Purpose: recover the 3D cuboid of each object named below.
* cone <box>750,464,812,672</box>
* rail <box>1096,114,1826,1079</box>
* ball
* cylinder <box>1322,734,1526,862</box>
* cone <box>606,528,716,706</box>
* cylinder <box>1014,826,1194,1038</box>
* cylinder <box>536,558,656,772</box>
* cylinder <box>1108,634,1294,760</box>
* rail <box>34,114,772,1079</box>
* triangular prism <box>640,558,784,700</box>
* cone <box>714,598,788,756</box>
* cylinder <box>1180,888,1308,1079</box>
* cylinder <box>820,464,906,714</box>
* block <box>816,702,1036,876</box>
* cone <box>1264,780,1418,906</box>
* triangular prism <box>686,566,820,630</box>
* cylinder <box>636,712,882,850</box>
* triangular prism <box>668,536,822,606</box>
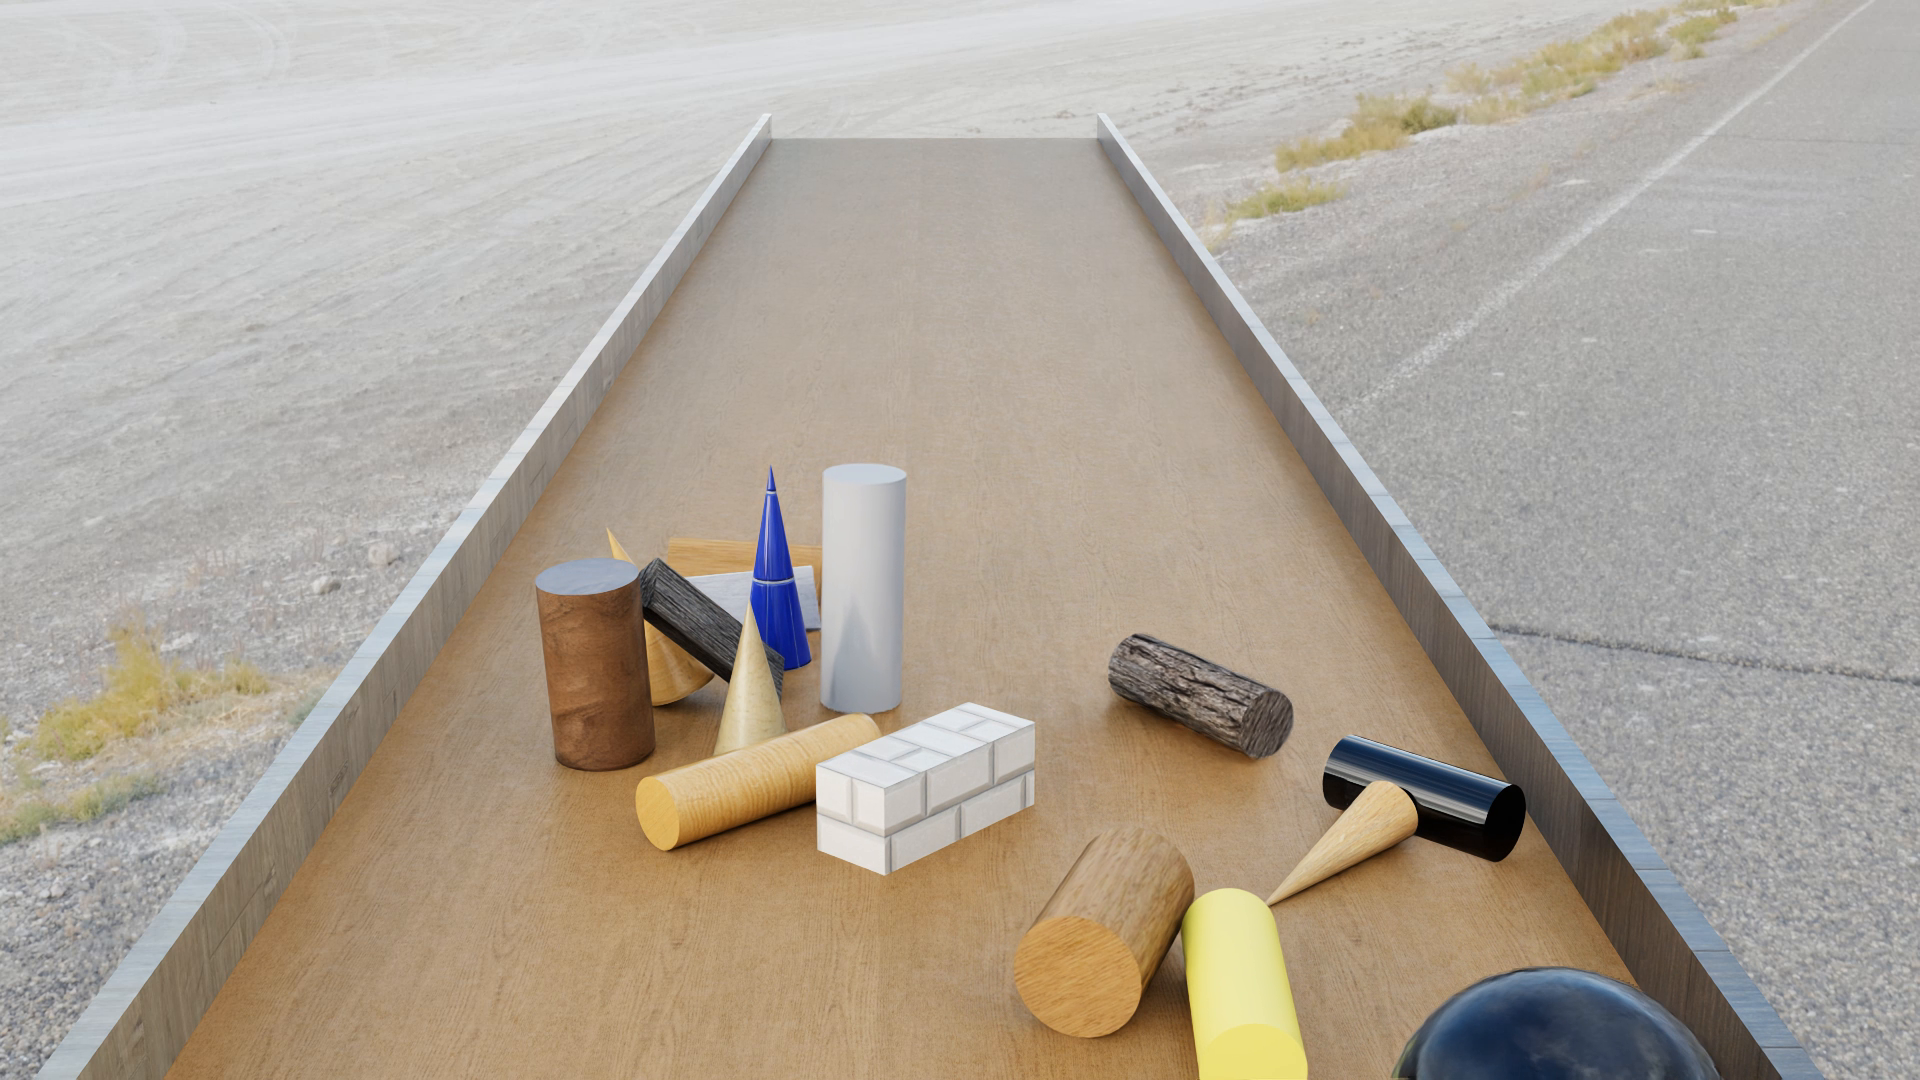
[{"bbox_3d":[-0.370,0.045,4.358,0.145,0.409,0.145,0,17,0],"label":"cone"},{"bbox_3d":[0.932,-0.844,7.801,0.050,0.150,12.000,0,17,-1],"label":"rail"},{"bbox_3d":[0.645,0.652,2.375,0.376,0.376,0.376,0,17,0],"label":"ball"},{"bbox_3d":[0.755,0.419,3.592,0.305,0.128,0.128,16,23,42],"label":"cylinder"},{"bbox_3d":[-0.595,0.128,4.145,0.141,0.344,0.141,-21,15,6],"label":"cone"},{"bbox_3d":[0.207,0.544,3.084,0.178,0.178,0.307,6,17,18],"label":"cylinder"},{"bbox_3d":[-0.642,0.219,3.885,0.180,0.333,0.180,-2,20,1],"label":"cylinder"},{"bbox_3d":[0.438,0.284,4.049,0.127,0.127,0.376,-11,20,-33],"label":"cylinder"},{"bbox_3d":[-1.118,-0.838,7.780,0.050,0.150,12.000,0,17,-1],"label":"rail"},{"bbox_3d":[-0.461,0.167,4.068,0.106,0.092,0.400,15,-20,41],"label":"triangular prism"},{"bbox_3d":[-0.367,0.246,3.870,0.149,0.303,0.149,0,17,0],"label":"cone"},{"bbox_3d":[0.374,0.611,2.936,0.135,0.135,0.385,1,17,2],"label":"cylinder"},{"bbox_3d":[-0.183,0.091,4.132,0.155,0.445,0.155,2,16,0],"label":"cylinder"},{"bbox_3d":[-0.052,0.402,3.614,0.148,0.148,0.372,14,21,39],"label":"block"},{"bbox_3d":[0.572,0.502,3.446,0.106,0.106,0.367,15,31,41],"label":"cone"},{"bbox_3d":[-0.482,0.127,4.581,0.359,0.119,0.137,-5,17,-17],"label":"triangular prism"},{"bbox_3d":[-0.327,0.399,3.672,0.431,0.122,0.122,-14,22,-40],"label":"cylinder"},{"bbox_3d":[-0.464,0.059,4.807,0.348,0.119,0.138,3,17,11],"label":"triangular prism"}]
